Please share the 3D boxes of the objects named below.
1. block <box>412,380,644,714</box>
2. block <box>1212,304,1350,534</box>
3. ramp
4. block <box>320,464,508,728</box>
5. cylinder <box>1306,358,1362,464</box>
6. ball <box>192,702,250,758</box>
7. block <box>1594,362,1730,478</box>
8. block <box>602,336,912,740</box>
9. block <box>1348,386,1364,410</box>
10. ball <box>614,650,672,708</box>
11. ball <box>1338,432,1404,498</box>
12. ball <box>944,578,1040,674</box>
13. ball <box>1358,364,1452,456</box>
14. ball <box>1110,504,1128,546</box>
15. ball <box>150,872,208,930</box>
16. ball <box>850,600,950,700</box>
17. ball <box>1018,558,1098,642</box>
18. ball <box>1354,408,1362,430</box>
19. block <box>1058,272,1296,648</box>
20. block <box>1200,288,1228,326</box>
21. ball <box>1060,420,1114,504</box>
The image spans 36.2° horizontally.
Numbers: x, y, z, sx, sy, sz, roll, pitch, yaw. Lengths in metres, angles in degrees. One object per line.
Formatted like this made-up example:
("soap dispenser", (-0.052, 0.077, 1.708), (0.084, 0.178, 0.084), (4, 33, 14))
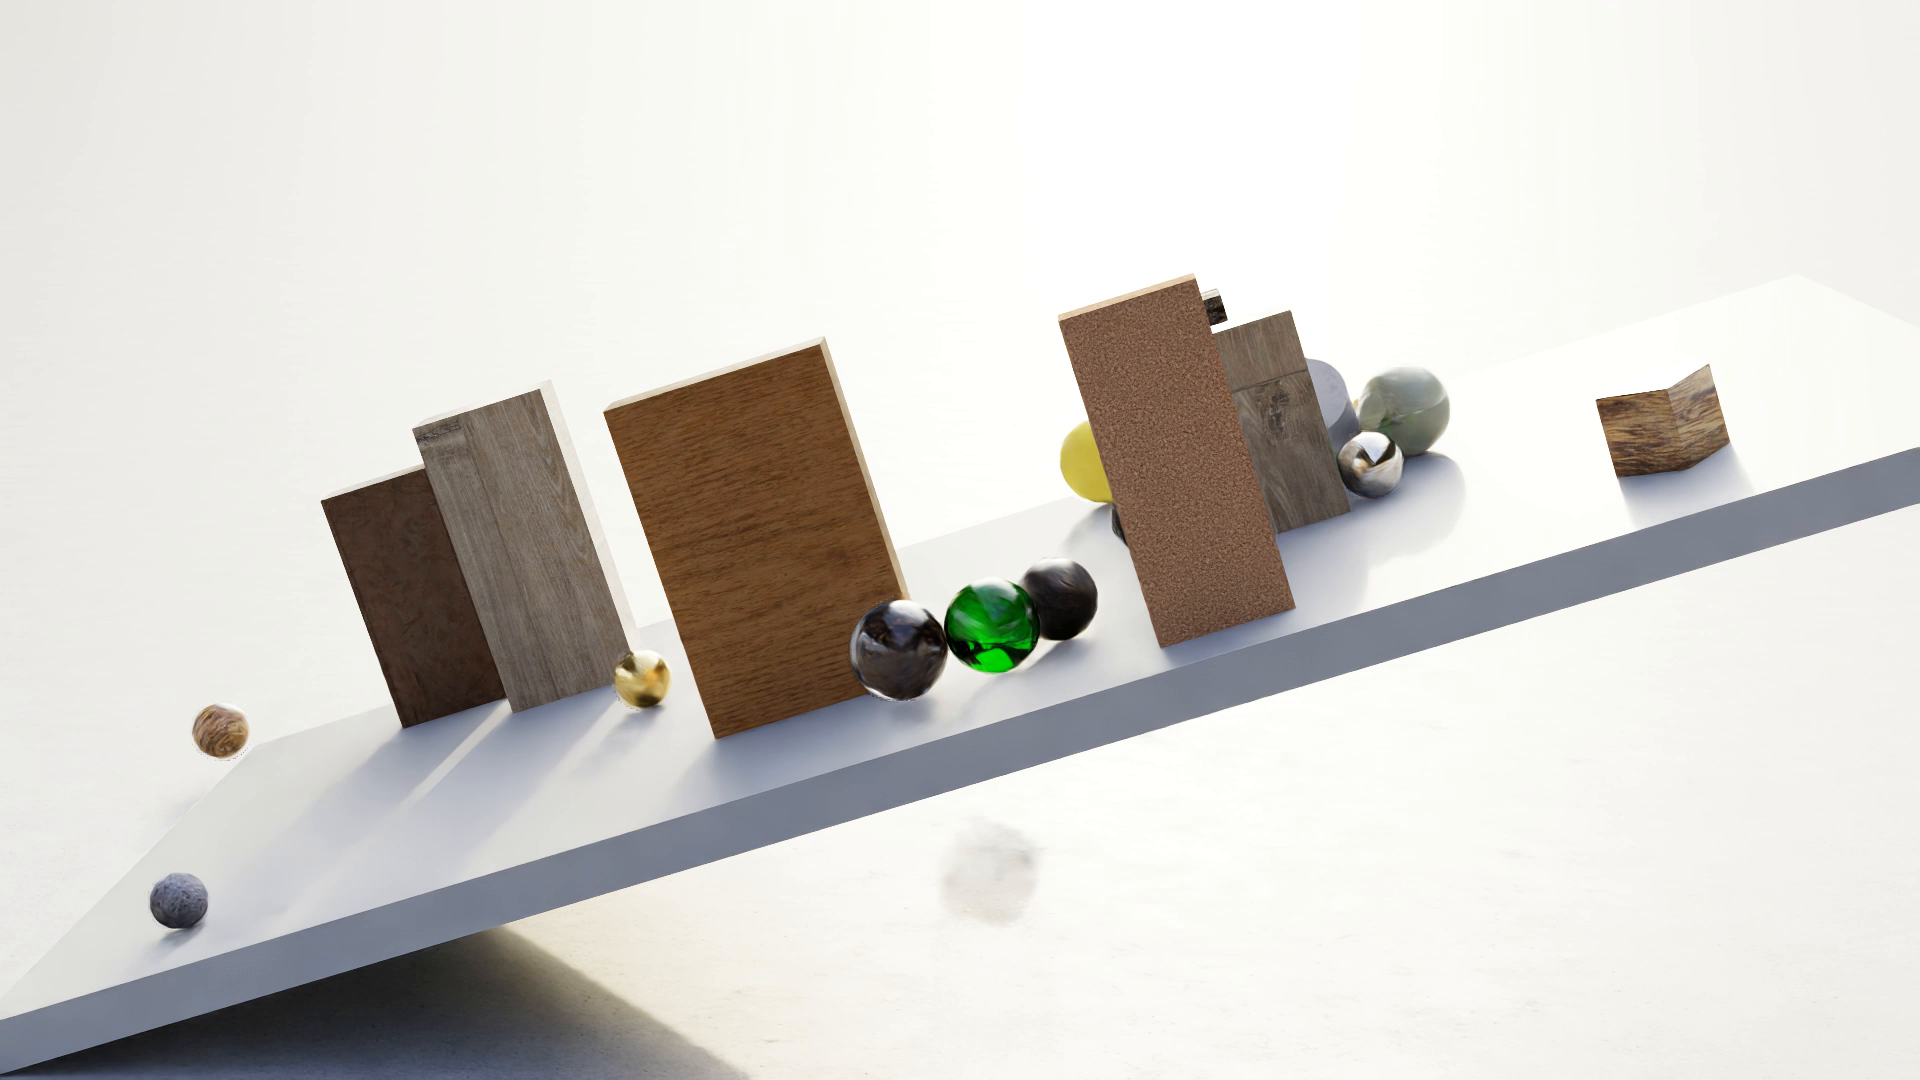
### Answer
("block", (-0.990, 0.015, 6.804), (0.310, 0.700, 0.149), (-17, 10, 5))
("block", (0.580, -0.225, 6.122), (0.346, 0.442, 0.108), (-17, 10, 5))
("ramp", (0.099, 0.183, 6.312), (4.000, 0.100, 2.000), (-17, 10, 5))
("block", (-1.291, 0.128, 7.047), (0.275, 0.583, 0.121), (-17, 10, 5))
("cylinder", (0.760, -0.257, 6.409), (0.204, 0.204, 0.204), (4, -27, 20))
("ball", (-1.885, 0.486, 7.507), (0.143, 0.143, 0.143), (0, 11, 0))
("block", (1.345, -0.229, 5.629), (0.161, 0.161, 0.161), (-7, 15, 46))
("block", (-0.380, -0.003, 5.872), (0.449, 0.696, 0.127), (-17, 10, 5))
("block", (0.899, -0.267, 6.676), (0.128, 0.128, 0.128), (-15, 11, 15))
("ball", (-0.688, 0.302, 6.391), (0.127, 0.127, 0.127), (0, 11, 0))
("ball", (0.857, -0.157, 6.144), (0.138, 0.138, 0.138), (0, 11, 0))
("ball", (0.062, 0.165, 5.650), (0.186, 0.186, 0.186), (0, 11, 0))
("ball", (0.971, -0.284, 6.433), (0.203, 0.203, 0.203), (0, 11, 0))
("ball", (0.396, -0.049, 6.343), (0.144, 0.144, 0.144), (0, 11, 0))
("ball", (-1.524, 0.704, 5.741), (0.112, 0.112, 0.112), (0, 11, 0))
("ball", (-0.117, 0.214, 5.694), (0.195, 0.195, 0.195), (0, 11, 0))
("ball", (0.189, 0.117, 5.760), (0.164, 0.164, 0.164), (0, 11, 0))
("ball", (0.863, -0.232, 6.558), (0.127, 0.127, 0.127), (0, 11, 0))
("block", (0.402, -0.146, 5.448), (0.263, 0.641, 0.099), (-17, 10, 5))
("block", (0.476, -0.273, 6.467), (0.337, 0.471, 0.141), (-17, 10, 5))
("ball", (0.340, -0.191, 7.011), (0.206, 0.206, 0.206), (0, 11, 0))
